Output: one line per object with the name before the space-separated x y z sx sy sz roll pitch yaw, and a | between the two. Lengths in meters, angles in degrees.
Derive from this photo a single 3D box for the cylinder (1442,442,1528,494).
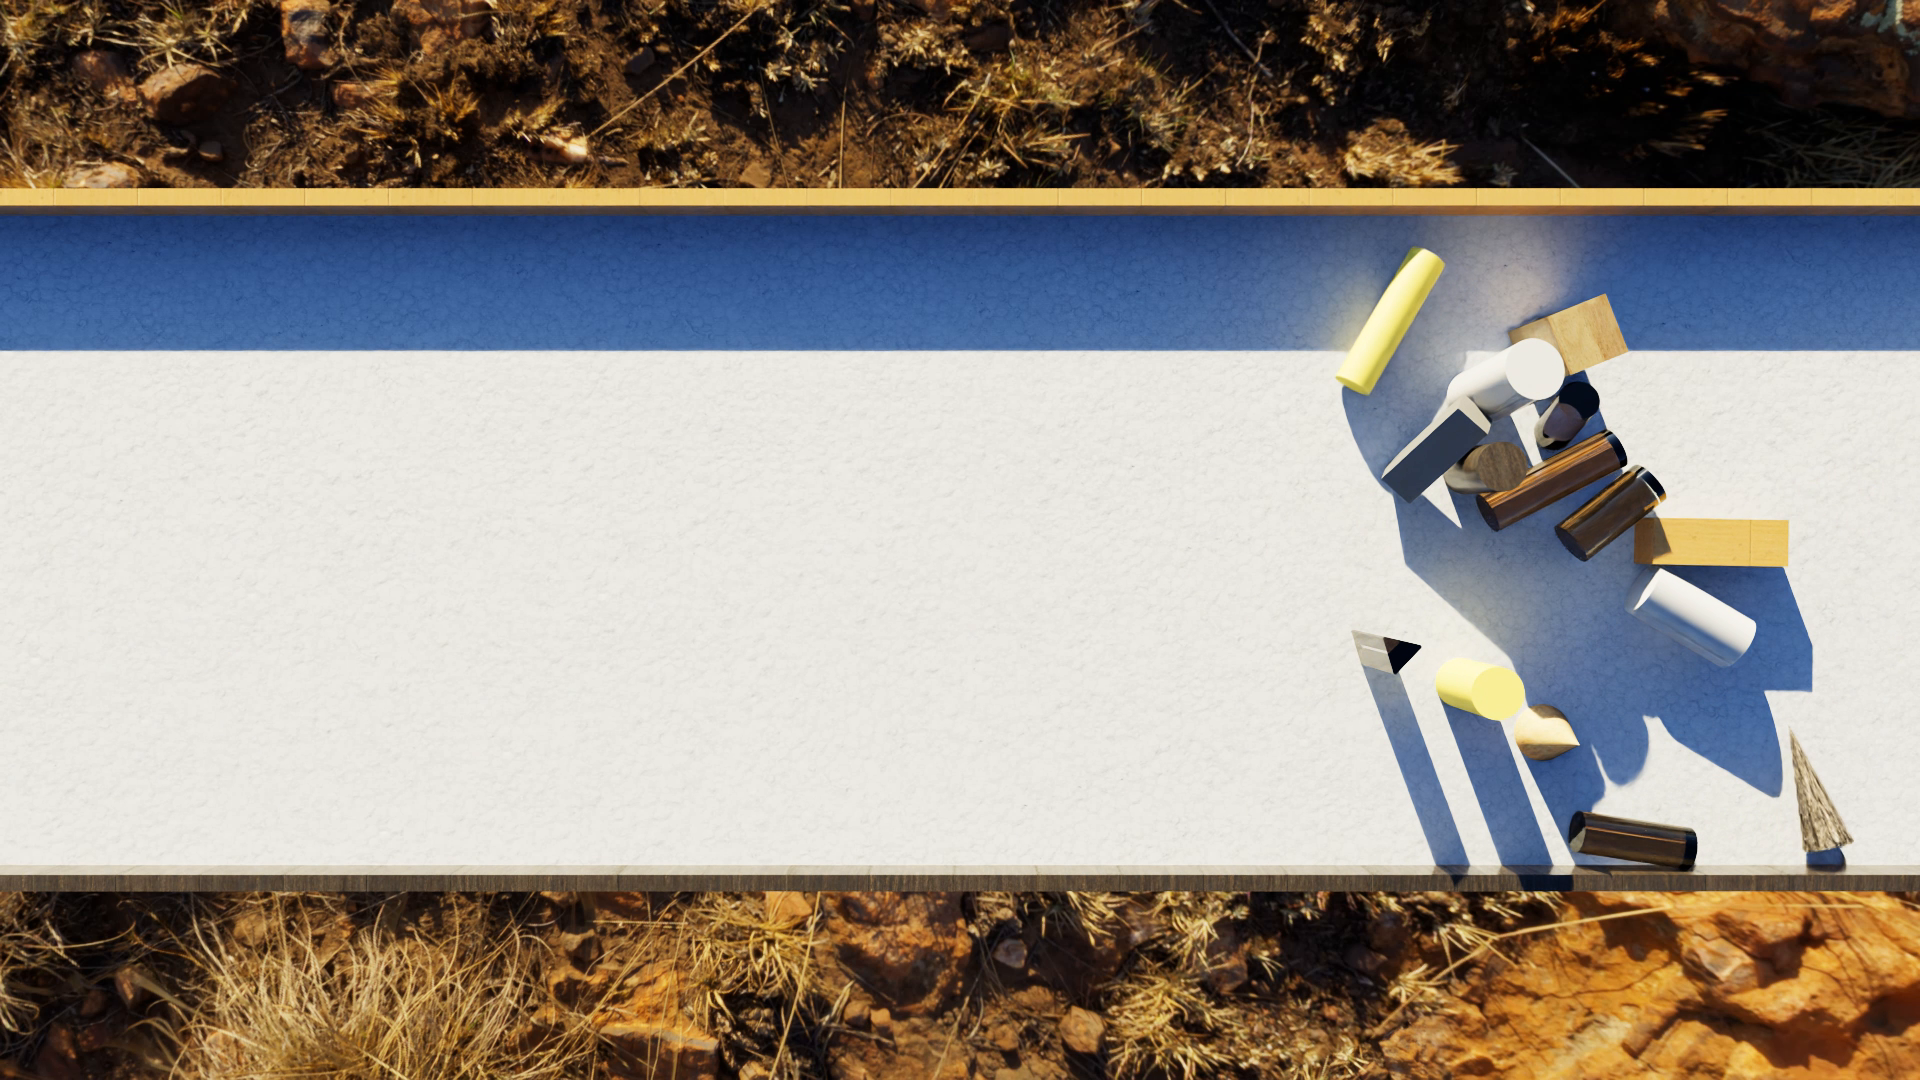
cylinder | 1.556 -0.211 4.903 0.145 0.346 0.145 0 90 0

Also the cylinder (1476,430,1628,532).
cylinder | 1.797 -0.181 5.012 0.435 0.129 0.129 -27 90 0

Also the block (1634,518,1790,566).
block | 2.279 0.006 5.007 0.405 0.139 0.139 1 90 0

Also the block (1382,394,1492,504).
block | 1.425 -0.271 4.935 0.115 0.115 0.326 41 125 0

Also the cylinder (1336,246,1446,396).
cylinder | 1.309 -0.666 5.019 0.116 0.116 0.453 31 90 0

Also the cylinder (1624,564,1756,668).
cylinder | 2.207 0.229 4.992 0.331 0.169 0.169 31 90 0

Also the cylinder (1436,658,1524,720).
cylinder | 1.539 0.439 4.897 0.153 0.359 0.153 0 90 0

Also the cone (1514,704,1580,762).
cone | 1.793 0.593 4.925 0.174 0.304 0.174 0 90 0

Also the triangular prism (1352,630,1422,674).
triangular prism | 1.241 0.310 4.886 0.097 0.382 0.112 43 90 0

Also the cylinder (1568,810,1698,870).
cylinder | 2.044 0.911 5.013 0.341 0.127 0.127 9 90 0

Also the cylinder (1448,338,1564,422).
cylinder | 1.605 -0.460 4.869 0.178 0.389 0.178 1 82 -8

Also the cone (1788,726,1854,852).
cone | 2.593 0.749 5.042 0.142 0.142 0.381 -14 79 0

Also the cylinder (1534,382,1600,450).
cylinder | 1.806 -0.367 4.916 0.116 0.301 0.116 -1 76 5

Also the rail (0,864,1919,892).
rail | -2.247 1.025 5.001 12.000 0.150 0.050 0 90 0

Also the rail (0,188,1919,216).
rail | -2.247 -1.025 5.002 12.000 0.150 0.050 0 90 0

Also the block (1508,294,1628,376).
block | 1.802 -0.590 4.904 0.180 0.345 0.180 -22 90 0

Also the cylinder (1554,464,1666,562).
cylinder | 1.974 -0.082 5.007 0.303 0.139 0.139 -38 90 0
